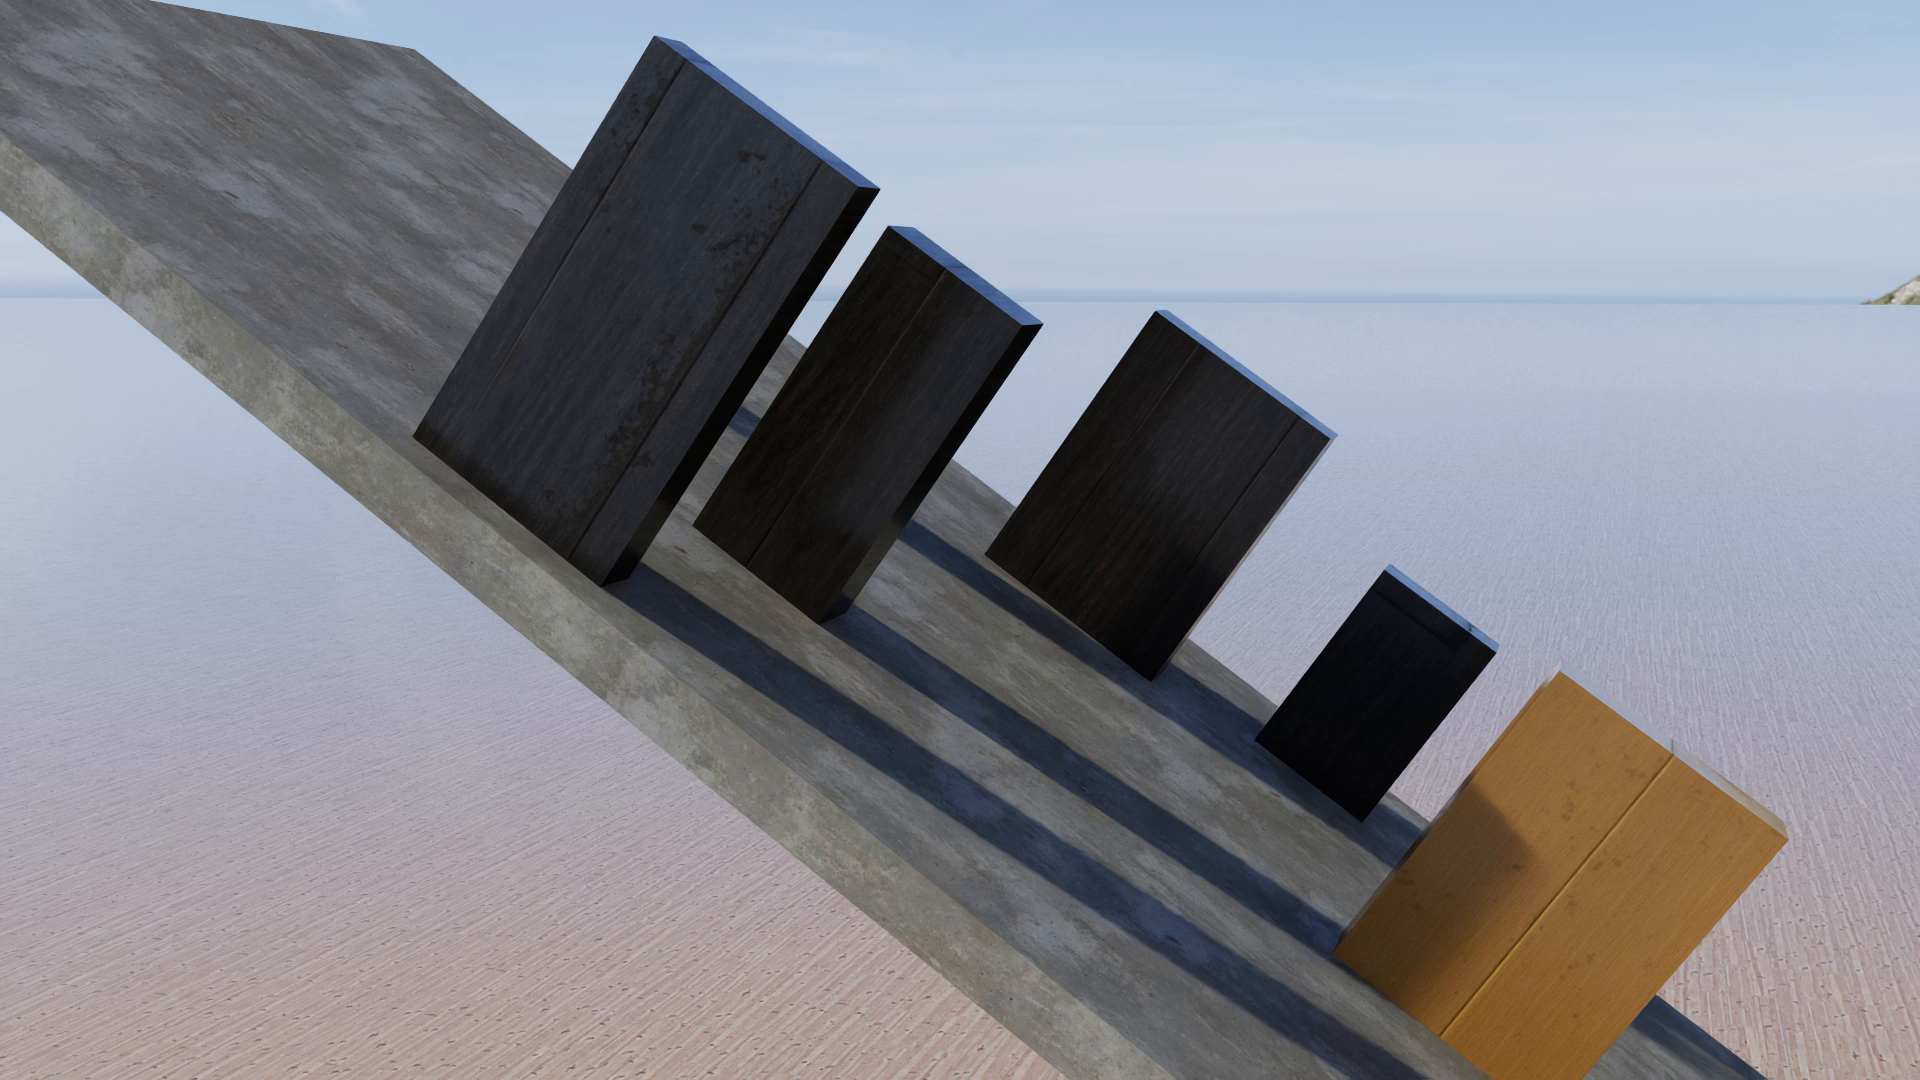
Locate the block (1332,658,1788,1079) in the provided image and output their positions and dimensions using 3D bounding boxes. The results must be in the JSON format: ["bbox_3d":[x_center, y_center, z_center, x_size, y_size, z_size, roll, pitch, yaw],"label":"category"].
[{"bbox_3d":[0.999,0.586,3.697,0.443,0.624,0.124,38,16,10],"label":"block"}]

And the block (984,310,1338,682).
[{"bbox_3d":[0.406,-0.091,4.498,0.433,0.618,0.117,38,16,10],"label":"block"}]

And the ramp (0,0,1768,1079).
[{"bbox_3d":[-0.088,0.159,4.081,4.000,0.100,2.000,38,16,10],"label":"ramp"}]

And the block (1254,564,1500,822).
[{"bbox_3d":[0.859,0.315,4.542,0.277,0.450,0.104,38,16,10],"label":"block"}]

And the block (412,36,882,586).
[{"bbox_3d":[-0.468,-0.328,3.223,0.374,0.708,0.097,38,16,10],"label":"block"}]

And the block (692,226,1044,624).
[{"bbox_3d":[-0.156,-0.189,3.646,0.275,0.607,0.132,38,16,10],"label":"block"}]
